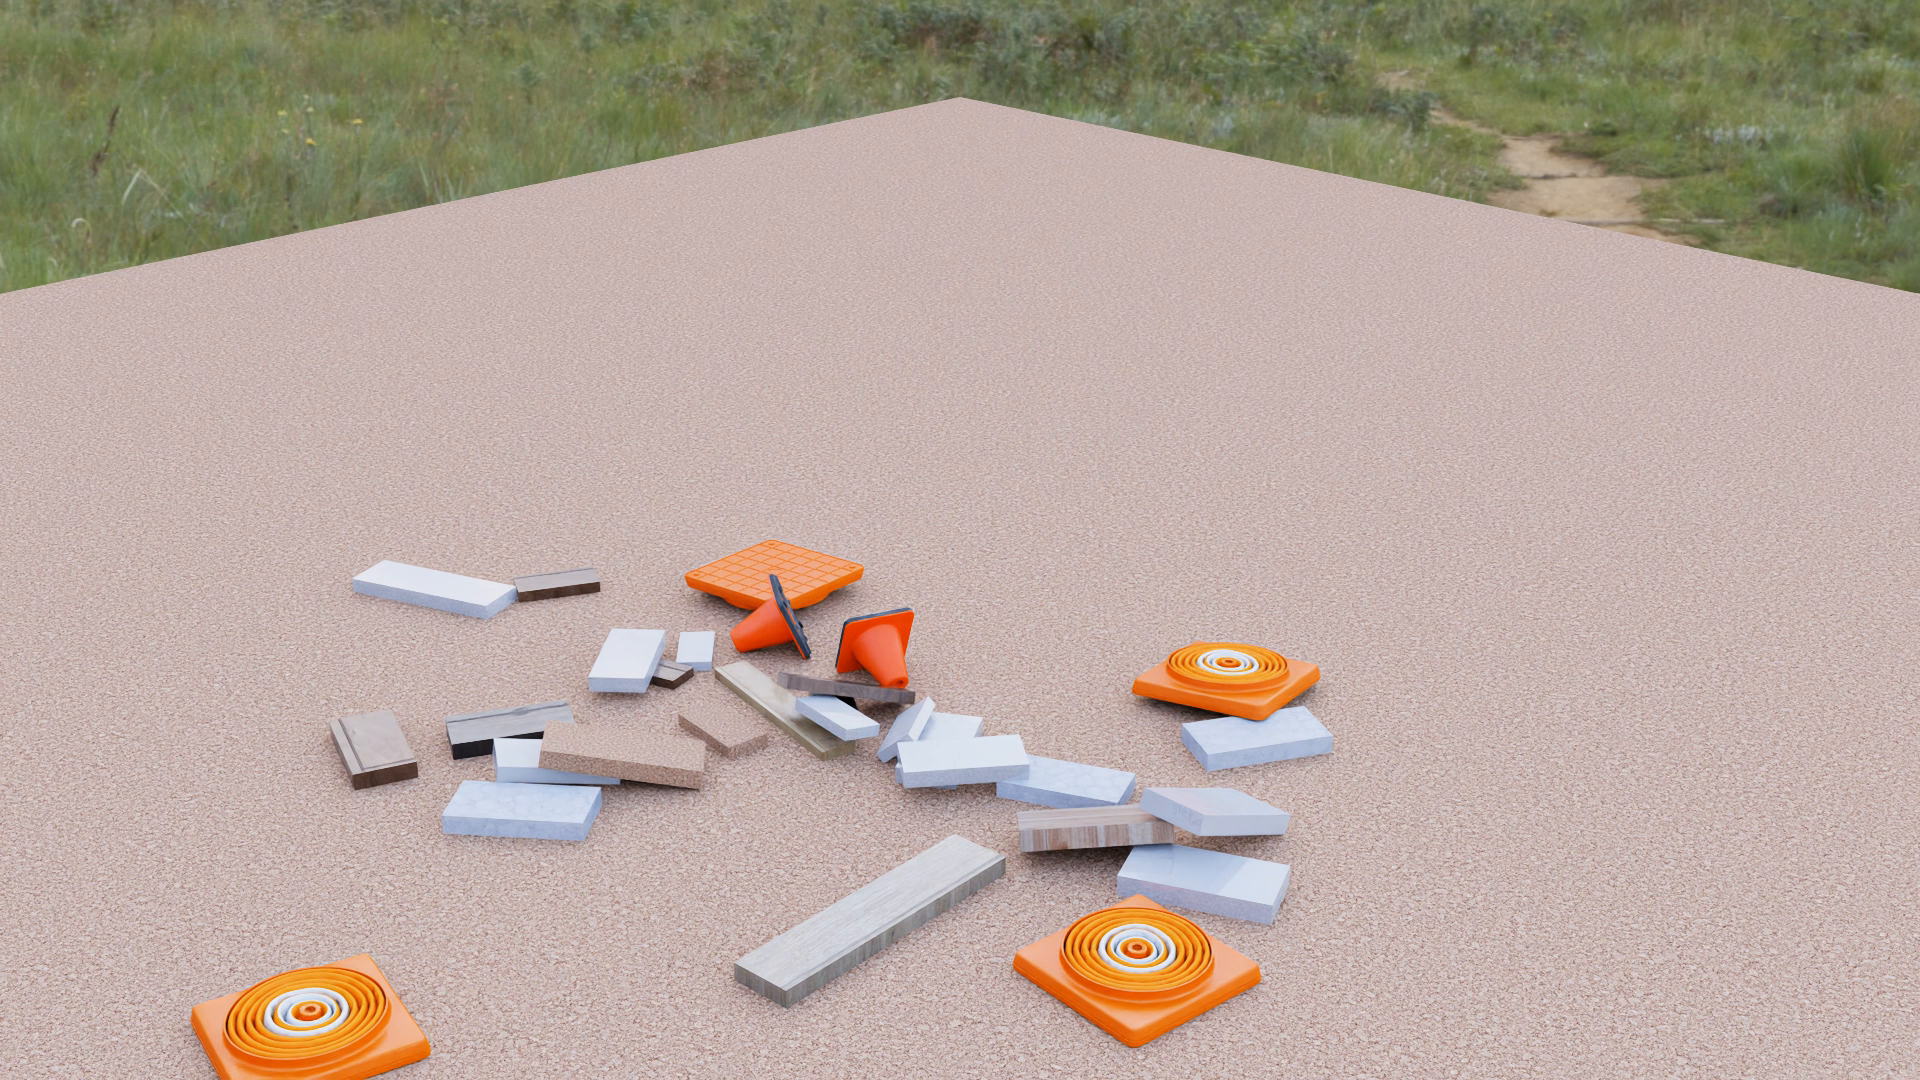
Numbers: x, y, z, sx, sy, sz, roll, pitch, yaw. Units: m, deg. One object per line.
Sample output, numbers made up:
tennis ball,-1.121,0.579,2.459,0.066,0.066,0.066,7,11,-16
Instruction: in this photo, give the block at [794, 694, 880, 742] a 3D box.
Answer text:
block,-0.263,0.378,4.705,0.090,0.025,0.180,-6,22,-41

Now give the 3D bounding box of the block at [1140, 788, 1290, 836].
block,0.502,0.532,4.313,0.149,0.042,0.299,21,9,41

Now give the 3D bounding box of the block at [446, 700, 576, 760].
block,-0.970,0.409,4.750,0.264,0.037,0.132,-7,24,-17

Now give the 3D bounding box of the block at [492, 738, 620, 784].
block,-0.839,0.461,4.576,0.252,0.036,0.126,3,21,-17

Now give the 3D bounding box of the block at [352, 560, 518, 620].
block,-1.298,0.121,5.430,0.398,0.036,0.126,10,25,22

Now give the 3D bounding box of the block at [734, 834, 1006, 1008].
block,-0.156,0.696,4.071,0.132,0.037,0.591,19,29,37

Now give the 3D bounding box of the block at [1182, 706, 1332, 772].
block,0.635,0.424,4.709,0.287,0.041,0.144,-7,24,-16

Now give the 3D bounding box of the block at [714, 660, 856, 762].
block,-0.391,0.373,4.853,0.081,0.023,0.479,-15,27,-31

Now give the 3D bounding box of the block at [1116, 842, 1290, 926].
block,0.463,0.647,4.182,0.299,0.042,0.149,8,24,19

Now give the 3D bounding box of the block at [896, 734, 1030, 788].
block,0.005,0.457,4.544,0.258,0.037,0.129,-3,23,-7

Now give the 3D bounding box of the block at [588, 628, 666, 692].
block,-0.756,0.274,5.012,0.126,0.036,0.252,1,23,3

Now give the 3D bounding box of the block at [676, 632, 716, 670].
block,-0.615,0.259,5.122,0.081,0.023,0.162,-1,23,-3

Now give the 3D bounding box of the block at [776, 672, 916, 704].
block,-0.250,0.326,4.825,0.289,0.028,0.100,9,-1,-17

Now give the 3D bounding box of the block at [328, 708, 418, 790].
block,-1.247,0.443,4.669,0.132,0.037,0.264,-11,25,-23

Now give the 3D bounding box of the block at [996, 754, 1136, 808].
block,0.218,0.504,4.526,0.258,0.037,0.129,8,24,19

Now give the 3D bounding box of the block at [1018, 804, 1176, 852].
block,0.264,0.562,4.306,0.299,0.042,0.149,-4,7,1

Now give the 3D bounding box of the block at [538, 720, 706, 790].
block,-0.700,0.445,4.572,0.333,0.041,0.144,9,20,-8

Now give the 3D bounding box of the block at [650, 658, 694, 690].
block,-0.699,0.299,5.026,0.162,0.023,0.081,12,26,26

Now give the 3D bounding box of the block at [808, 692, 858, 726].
block,-0.276,0.365,4.831,0.090,0.025,0.180,5,17,-13

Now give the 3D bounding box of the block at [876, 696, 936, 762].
block,-0.115,0.405,4.708,0.090,0.025,0.180,-34,11,24

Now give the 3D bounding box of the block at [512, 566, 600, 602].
block,-1.002,0.110,5.465,0.200,0.028,0.100,-8,24,-17

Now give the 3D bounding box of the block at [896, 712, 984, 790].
block,-0.042,0.444,4.667,0.129,0.037,0.258,5,24,12

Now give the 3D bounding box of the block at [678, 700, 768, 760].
block,-0.513,0.409,4.760,0.100,0.028,0.200,-17,29,-35

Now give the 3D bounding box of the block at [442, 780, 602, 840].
block,-0.880,0.544,4.427,0.287,0.041,0.144,2,23,5
